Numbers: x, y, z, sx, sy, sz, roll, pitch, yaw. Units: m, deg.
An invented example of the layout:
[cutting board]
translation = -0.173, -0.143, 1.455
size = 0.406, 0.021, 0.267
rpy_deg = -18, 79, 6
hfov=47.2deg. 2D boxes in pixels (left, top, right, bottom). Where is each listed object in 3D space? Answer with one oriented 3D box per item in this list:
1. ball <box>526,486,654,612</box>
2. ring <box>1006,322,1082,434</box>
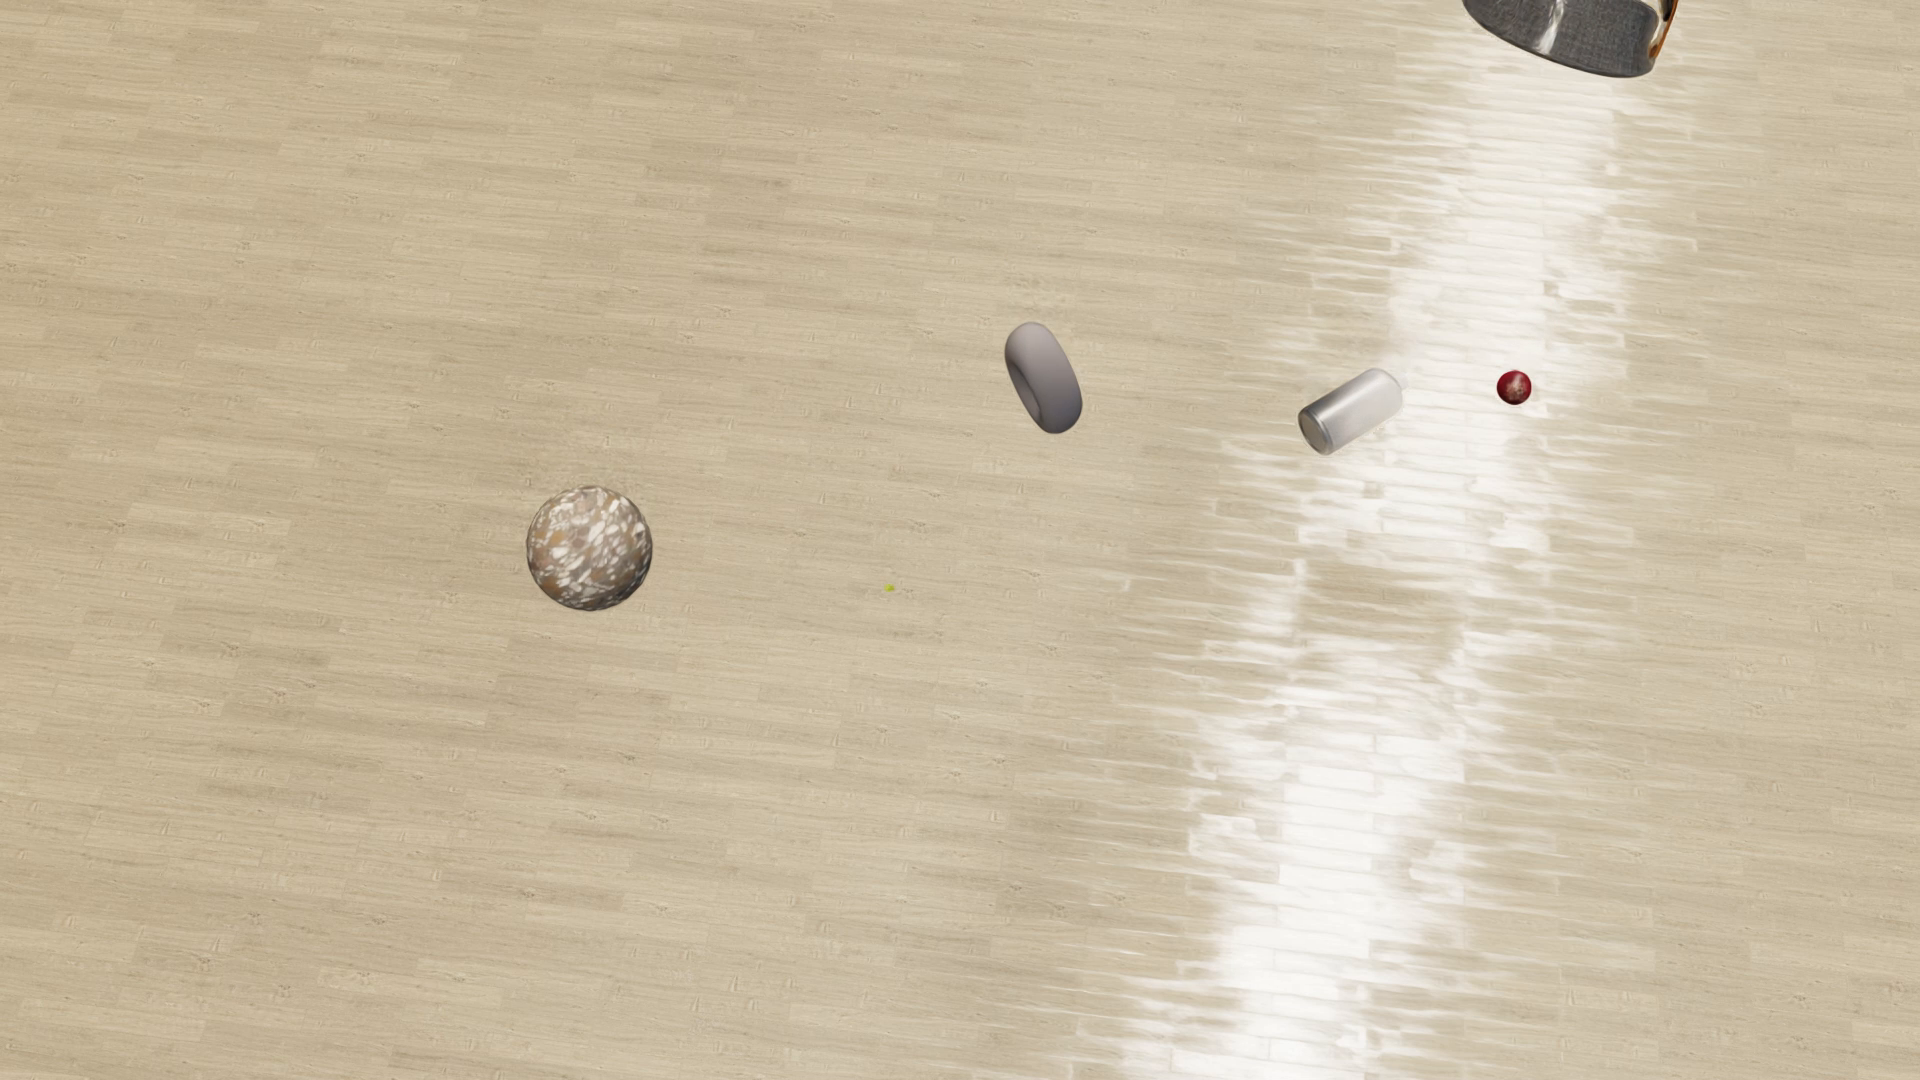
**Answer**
[ball]
translation = -0.555, 0.012, 3.294
size = 0.188, 0.188, 0.188
rpy_deg = 0, 56, 0
[ring]
translation = 0.139, -0.267, 3.644
size = 0.078, 0.241, 0.125
rpy_deg = -35, 49, -9
